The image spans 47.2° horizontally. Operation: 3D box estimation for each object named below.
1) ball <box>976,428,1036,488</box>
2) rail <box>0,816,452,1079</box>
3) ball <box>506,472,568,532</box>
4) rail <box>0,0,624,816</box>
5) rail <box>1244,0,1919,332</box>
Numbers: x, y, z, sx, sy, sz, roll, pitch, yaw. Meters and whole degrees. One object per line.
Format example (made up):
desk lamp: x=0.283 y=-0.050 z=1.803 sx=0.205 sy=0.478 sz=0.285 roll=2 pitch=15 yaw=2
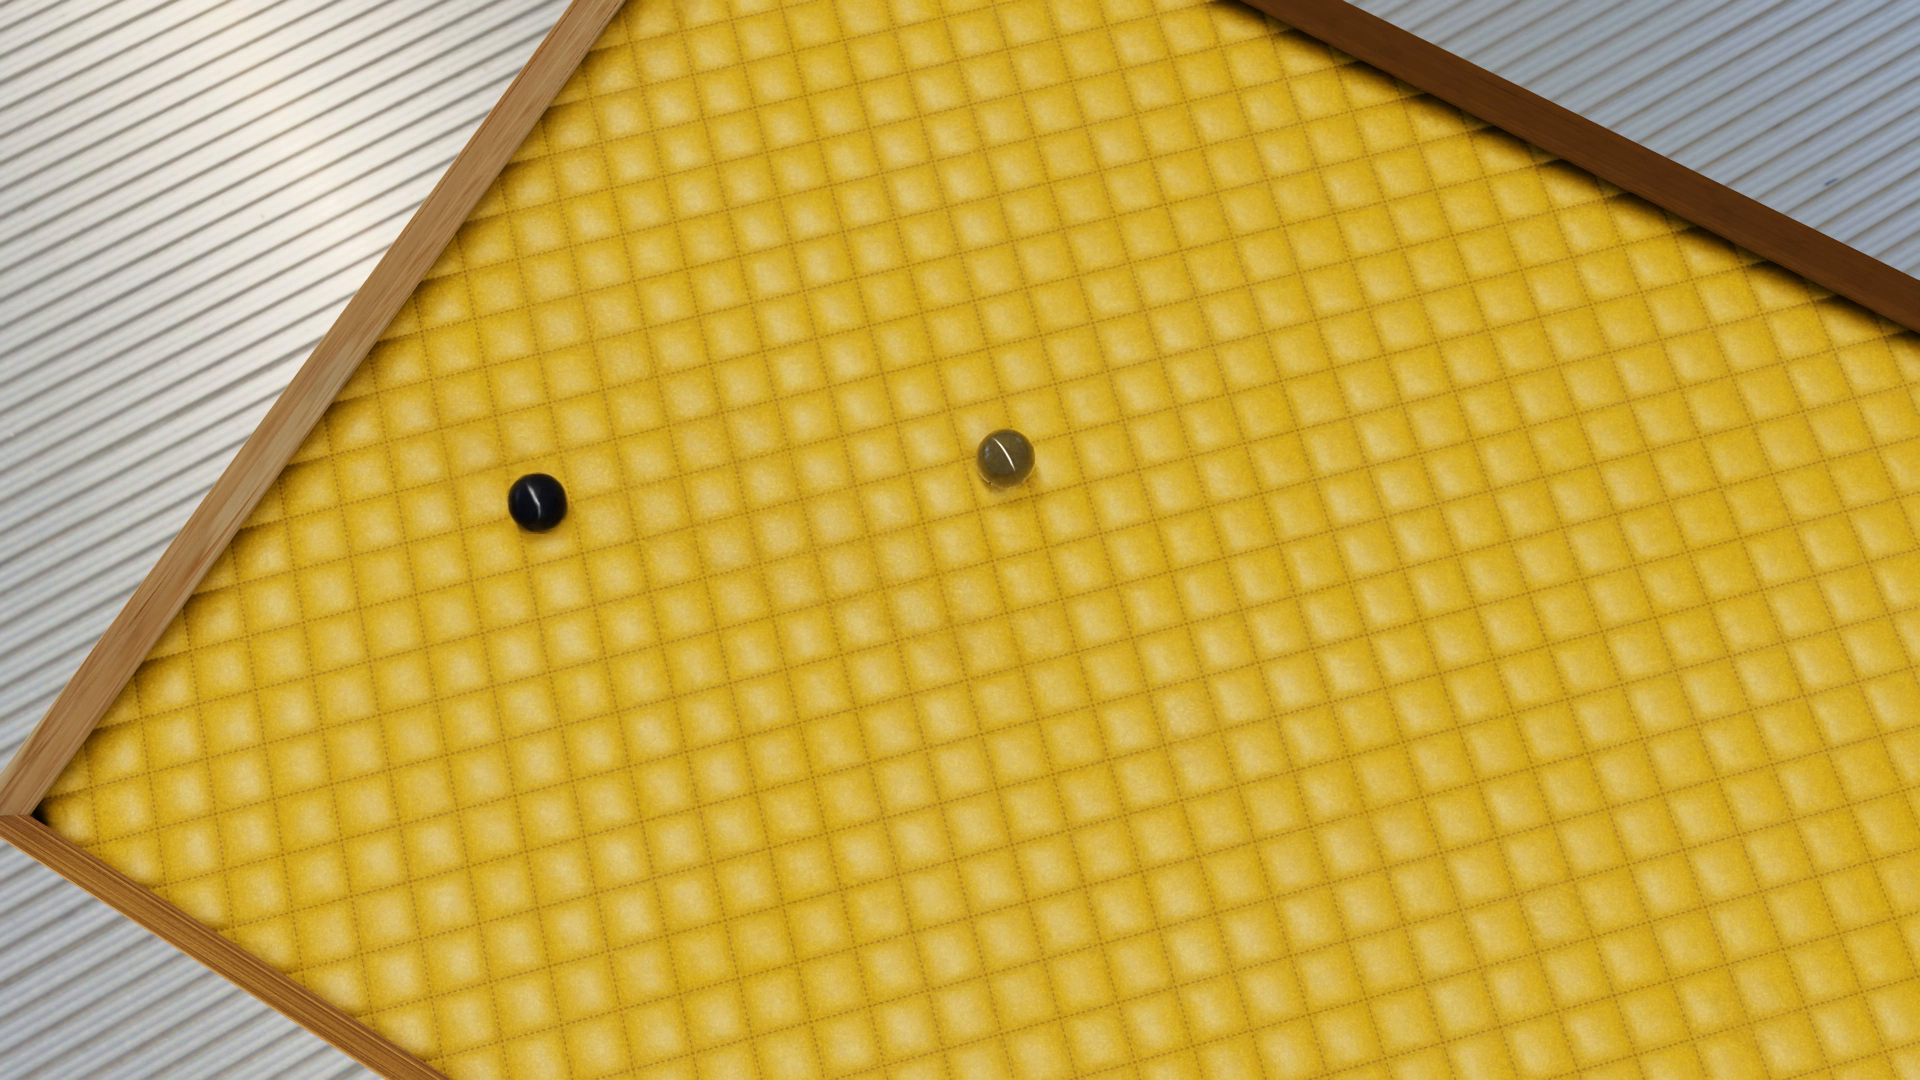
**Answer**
ball: x=0.072 y=-0.128 z=3.456 sx=0.095 sy=0.095 sz=0.095 roll=0 pitch=71 yaw=0
rail: x=0.331 y=1.369 z=2.918 sx=4.071 sy=0.123 sz=0.045 roll=29 pitch=73 yaw=10
ball: x=-0.659 y=-0.059 z=3.432 sx=0.094 sy=0.094 sz=0.094 roll=0 pitch=71 yaw=0
rail: x=-0.859 y=-0.477 z=3.561 sx=0.045 sy=0.123 sz=2.231 roll=29 pitch=73 yaw=10
rail: x=1.428 y=-0.414 z=3.539 sx=4.071 sy=0.123 sz=0.045 roll=29 pitch=73 yaw=10
